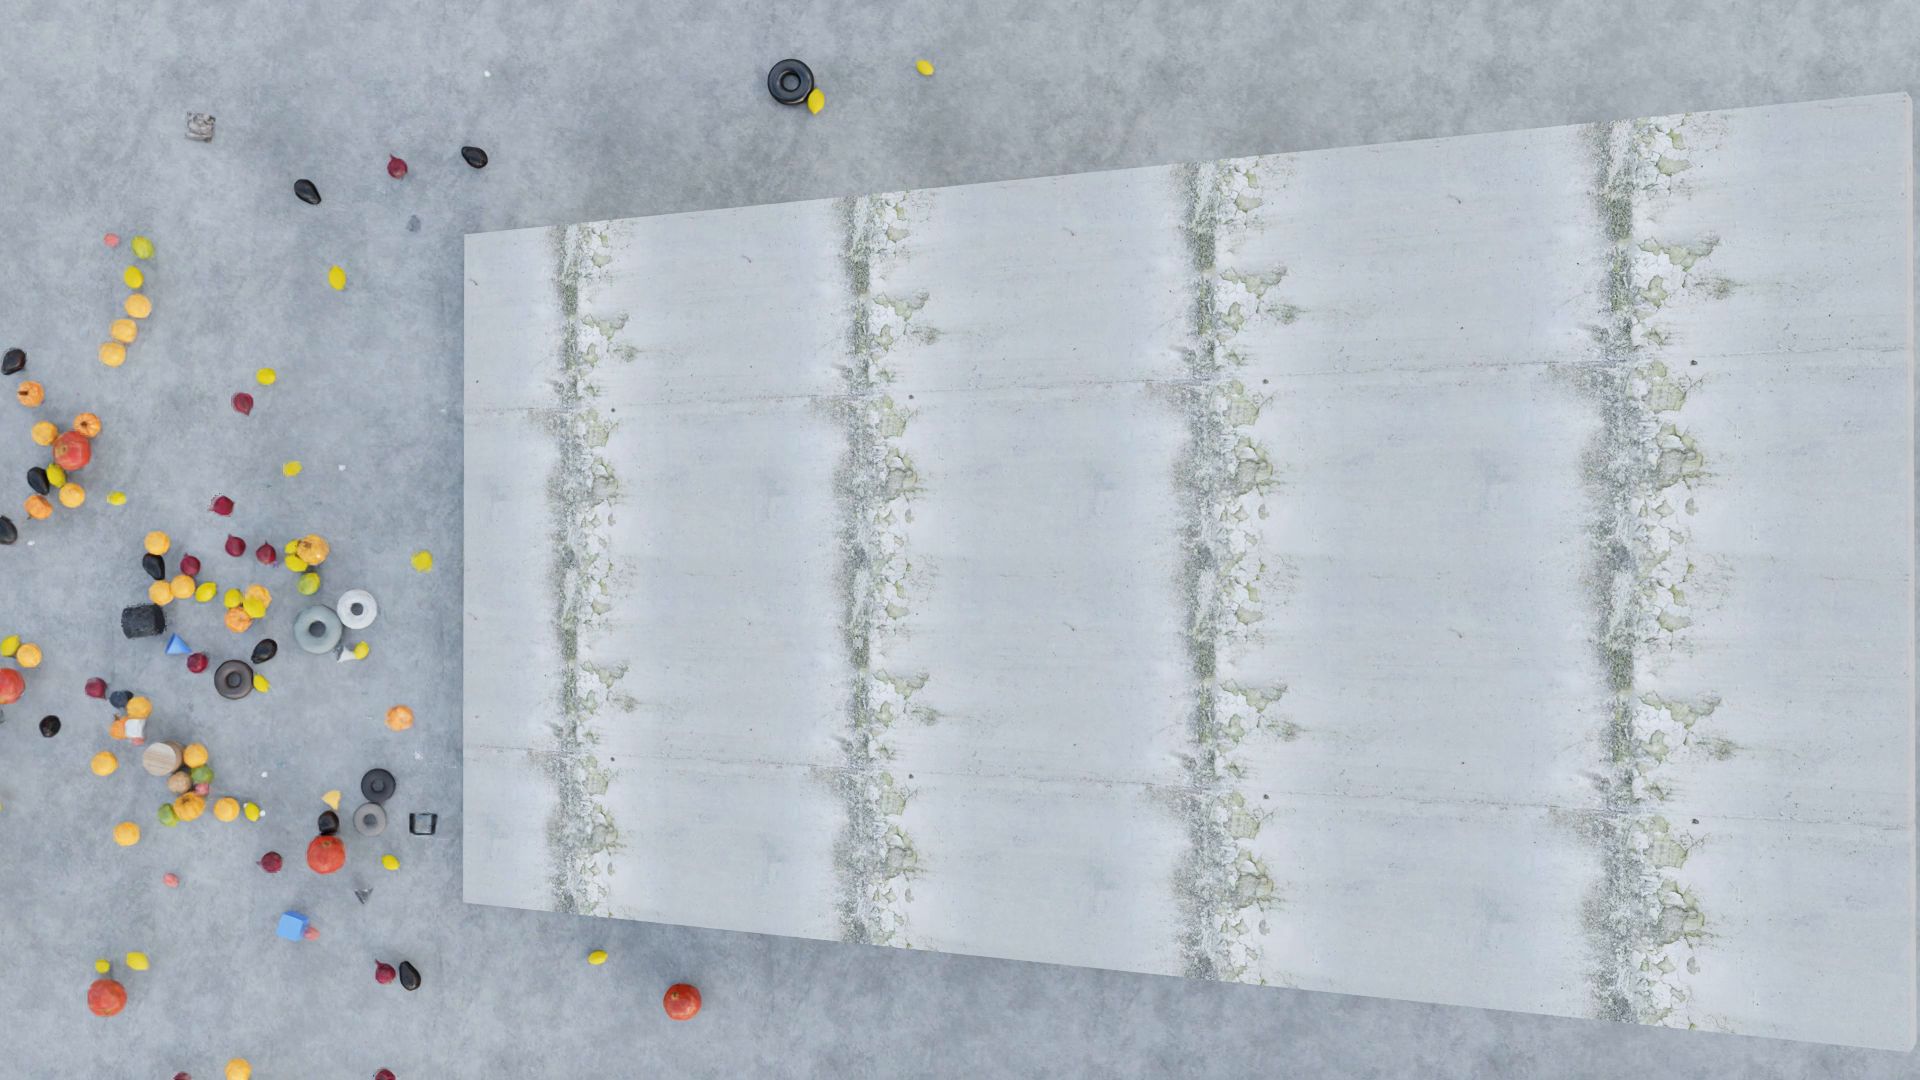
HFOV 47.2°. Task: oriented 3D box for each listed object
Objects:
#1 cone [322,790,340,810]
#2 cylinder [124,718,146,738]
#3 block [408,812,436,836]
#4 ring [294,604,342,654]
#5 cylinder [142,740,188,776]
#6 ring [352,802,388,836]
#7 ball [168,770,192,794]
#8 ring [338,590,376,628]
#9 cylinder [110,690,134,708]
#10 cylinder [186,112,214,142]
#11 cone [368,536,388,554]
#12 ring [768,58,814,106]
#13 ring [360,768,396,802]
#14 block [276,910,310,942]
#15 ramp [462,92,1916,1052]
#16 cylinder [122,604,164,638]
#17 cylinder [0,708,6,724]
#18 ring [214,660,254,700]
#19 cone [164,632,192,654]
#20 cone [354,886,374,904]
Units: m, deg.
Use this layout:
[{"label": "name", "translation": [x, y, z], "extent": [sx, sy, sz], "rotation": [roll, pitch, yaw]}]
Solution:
[{"label": "cone", "translation": [-1.895, 0.796, 6.652], "extent": [0.054, 0.054, 0.054], "rotation": [-11, 116, 0]}, {"label": "cylinder", "translation": [-2.472, 0.563, 6.588], "extent": [0.052, 0.052, 0.052], "rotation": [6, 83, 0]}, {"label": "block", "translation": [-1.618, 0.854, 6.620], "extent": [0.061, 0.061, 0.061], "rotation": [2, 89, -39]}, {"label": "ring", "translation": [-1.940, 0.269, 6.645], "extent": [0.149, 0.050, 0.149], "rotation": [0, 89, -1]}, {"label": "cylinder", "translation": [-2.391, 0.656, 6.616], "extent": [0.099, 0.099, 0.099], "rotation": [0, 89, 0]}, {"label": "ring", "translation": [-1.783, 0.845, 6.647], "extent": [0.104, 0.035, 0.104], "rotation": [0, 88, 1]}, {"label": "ball", "translation": [-2.352, 0.730, 6.630], "extent": [0.069, 0.069, 0.069], "rotation": [0, 89, 0]}, {"label": "ring", "translation": [-1.823, 0.209, 6.650], "extent": [0.121, 0.040, 0.121], "rotation": [0, 91, -1]}, {"label": "cylinder", "translation": [-2.530, 0.480, 6.641], "extent": [0.053, 0.053, 0.053], "rotation": [0, 89, 0]}, {"label": "cylinder", "translation": [-2.296, -1.247, 6.647], "extent": [0.074, 0.074, 0.074], "rotation": [7, 91, 0]}, {"label": "cone", "translation": [-1.762, 0.002, 6.646], "extent": [0.059, 0.059, 0.059], "rotation": [-7, 114, -16]}, {"label": "ring", "translation": [-0.512, -1.387, 6.662], "extent": [0.143, 0.048, 0.143], "rotation": [0, 89, -1]}, {"label": "ring", "translation": [-1.759, 0.742, 6.648], "extent": [0.104, 0.035, 0.104], "rotation": [0, 90, 0]}, {"label": "block", "translation": [-2.011, 1.162, 6.628], "extent": [0.066, 0.066, 0.066], "rotation": [21, 89, 0]}, {"label": "ramp", "translation": [0.269, 0.074, 5.625], "extent": [4.000, 0.100, 2.000], "rotation": [0, 89, 30]}, {"label": "cylinder", "translation": [-2.460, 0.246, 6.623], "extent": [0.094, 0.094, 0.094], "rotation": [-8, 89, 0]}, {"label": "cylinder", "translation": [-2.935, 0.538, 6.630], "extent": [0.075, 0.075, 0.075], "rotation": [-37, 90, 4]}, {"label": "ring", "translation": [-2.194, 0.422, 6.648], "extent": [0.122, 0.041, 0.122], "rotation": [0, 88, 1]}, {"label": "cone", "translation": [-2.356, 0.327, 6.653], "extent": [0.071, 0.071, 0.071], "rotation": [26, 89, -26]}, {"label": "cone", "translation": [-1.793, 1.065, 6.650], "extent": [0.054, 0.054, 0.054], "rotation": [-39, 90, -27]}]
